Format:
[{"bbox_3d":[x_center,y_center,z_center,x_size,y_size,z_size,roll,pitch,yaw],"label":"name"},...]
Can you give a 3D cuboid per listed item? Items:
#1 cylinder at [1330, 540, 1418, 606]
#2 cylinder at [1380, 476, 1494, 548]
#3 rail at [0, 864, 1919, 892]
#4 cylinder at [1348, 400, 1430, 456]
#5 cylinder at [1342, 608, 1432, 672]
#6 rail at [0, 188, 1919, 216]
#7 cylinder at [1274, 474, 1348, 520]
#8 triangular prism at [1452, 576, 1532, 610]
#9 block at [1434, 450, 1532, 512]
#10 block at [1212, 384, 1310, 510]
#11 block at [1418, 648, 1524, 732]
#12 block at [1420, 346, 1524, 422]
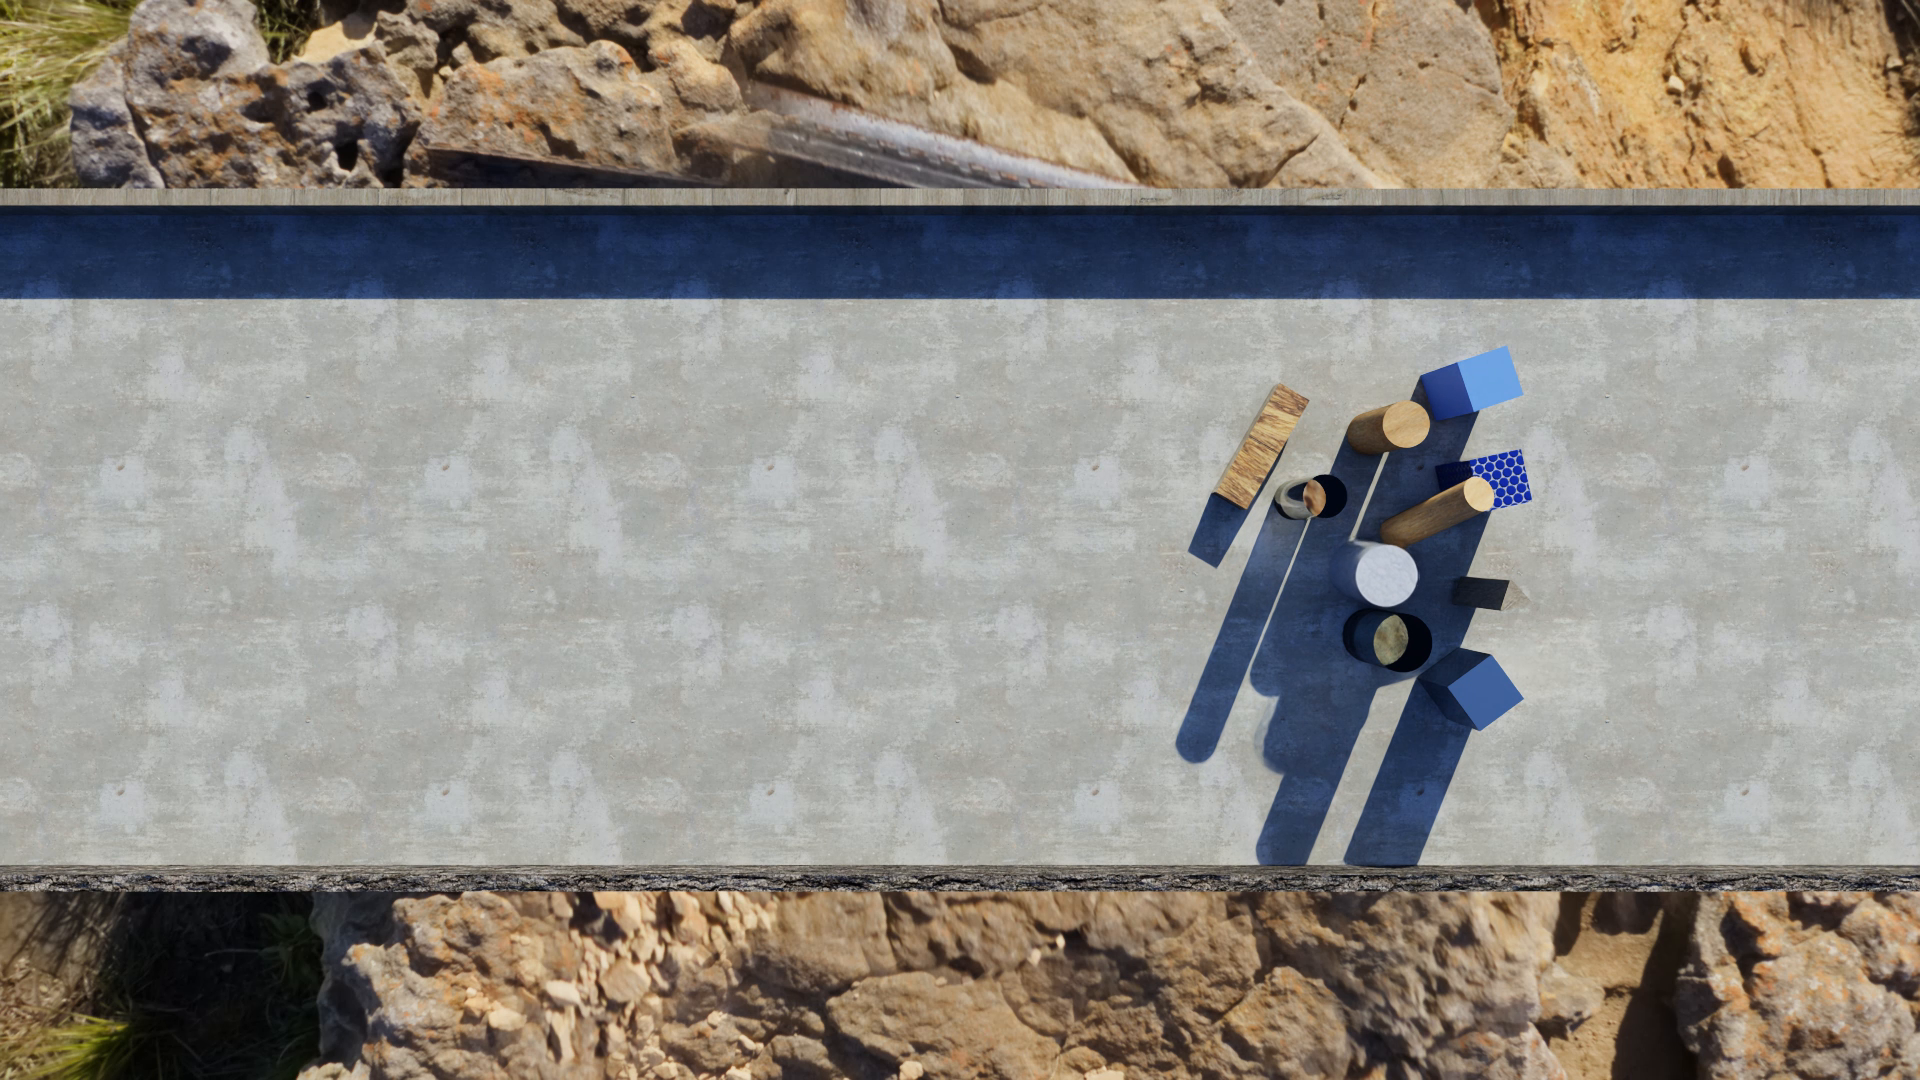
[{"bbox_3d":[1.229,0.095,4.917,0.180,0.310,0.180,0,93,-1],"label":"cylinder"},{"bbox_3d":[1.403,-0.074,4.869,0.103,0.412,0.103,6,72,-19],"label":"cylinder"},{"bbox_3d":[-2.247,1.025,5.001,12.000,0.150,0.050,0,90,0],"label":"rail"},{"bbox_3d":[1.257,-0.326,4.862,0.132,0.430,0.132,0,90,0],"label":"cylinder"},{"bbox_3d":[1.261,0.293,4.885,0.168,0.382,0.168,0,90,0],"label":"cylinder"},{"bbox_3d":[-2.247,-1.025,5.002,12.000,0.150,0.050,0,90,0],"label":"rail"},{"bbox_3d":[1.029,-0.123,4.860,0.124,0.433,0.124,0,90,0],"label":"cylinder"},{"bbox_3d":[1.551,0.150,4.848,0.089,0.458,0.077,-12,90,0],"label":"triangular prism"},{"bbox_3d":[1.558,-0.170,4.922,0.155,0.302,0.155,-12,90,-3],"label":"block"},{"bbox_3d":[0.914,-0.283,5.024,0.105,0.105,0.380,30,90,0],"label":"block"},{"bbox_3d":[1.515,0.441,4.915,0.159,0.324,0.159,-36,90,0],"label":"block"},{"bbox_3d":[1.511,-0.460,4.887,0.150,0.379,0.150,-19,90,0],"label":"block"}]
